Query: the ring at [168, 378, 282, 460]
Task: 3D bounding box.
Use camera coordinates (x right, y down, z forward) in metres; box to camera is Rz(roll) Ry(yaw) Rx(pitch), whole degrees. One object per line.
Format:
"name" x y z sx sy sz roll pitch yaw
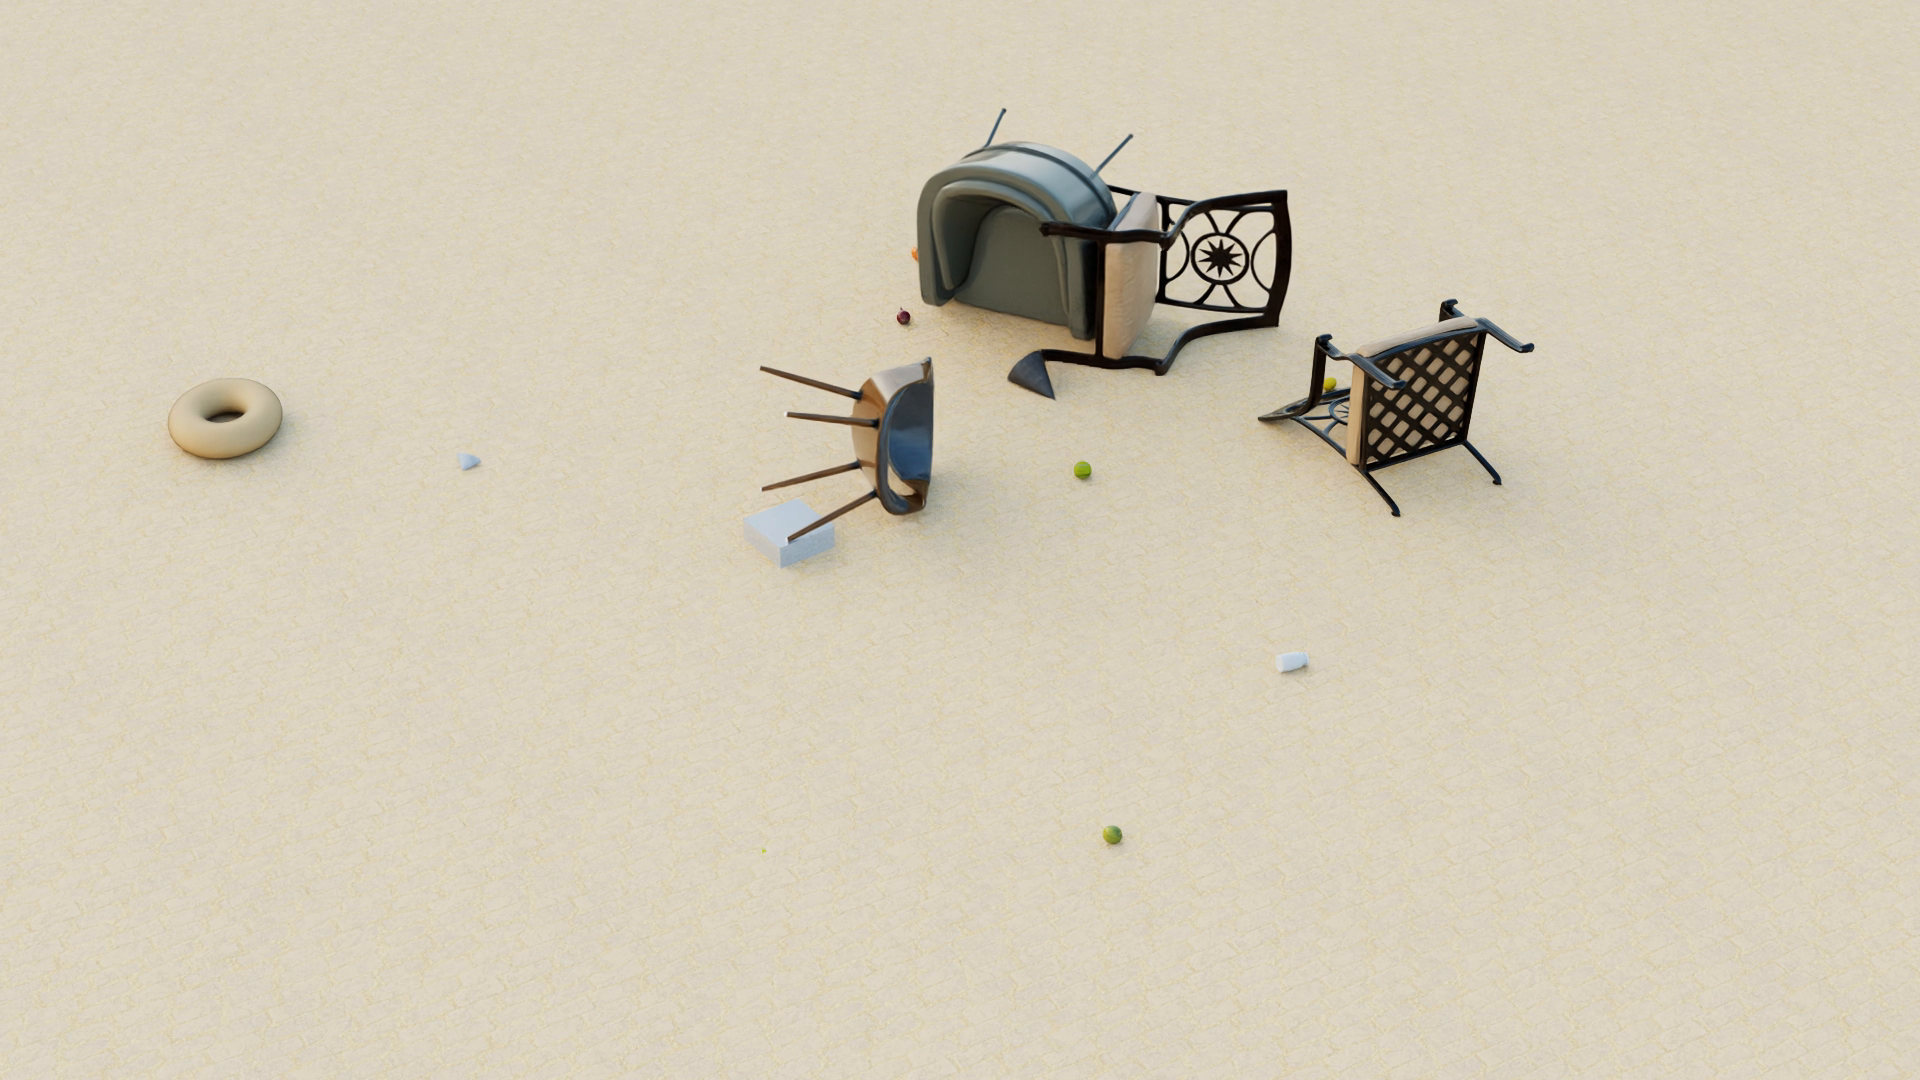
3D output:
"ring" -2.896 -0.482 11.560 0.443 0.129 0.514 -3 34 -6

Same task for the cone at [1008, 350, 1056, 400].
"cone" 0.324 -0.632 11.842 0.178 0.116 0.218 -42 62 3

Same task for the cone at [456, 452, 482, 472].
"cone" -1.915 -0.292 11.363 0.107 0.058 0.065 12 59 12

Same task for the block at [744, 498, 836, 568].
"block" -0.635 -0.026 10.902 0.244 0.091 0.245 -22 39 -30
